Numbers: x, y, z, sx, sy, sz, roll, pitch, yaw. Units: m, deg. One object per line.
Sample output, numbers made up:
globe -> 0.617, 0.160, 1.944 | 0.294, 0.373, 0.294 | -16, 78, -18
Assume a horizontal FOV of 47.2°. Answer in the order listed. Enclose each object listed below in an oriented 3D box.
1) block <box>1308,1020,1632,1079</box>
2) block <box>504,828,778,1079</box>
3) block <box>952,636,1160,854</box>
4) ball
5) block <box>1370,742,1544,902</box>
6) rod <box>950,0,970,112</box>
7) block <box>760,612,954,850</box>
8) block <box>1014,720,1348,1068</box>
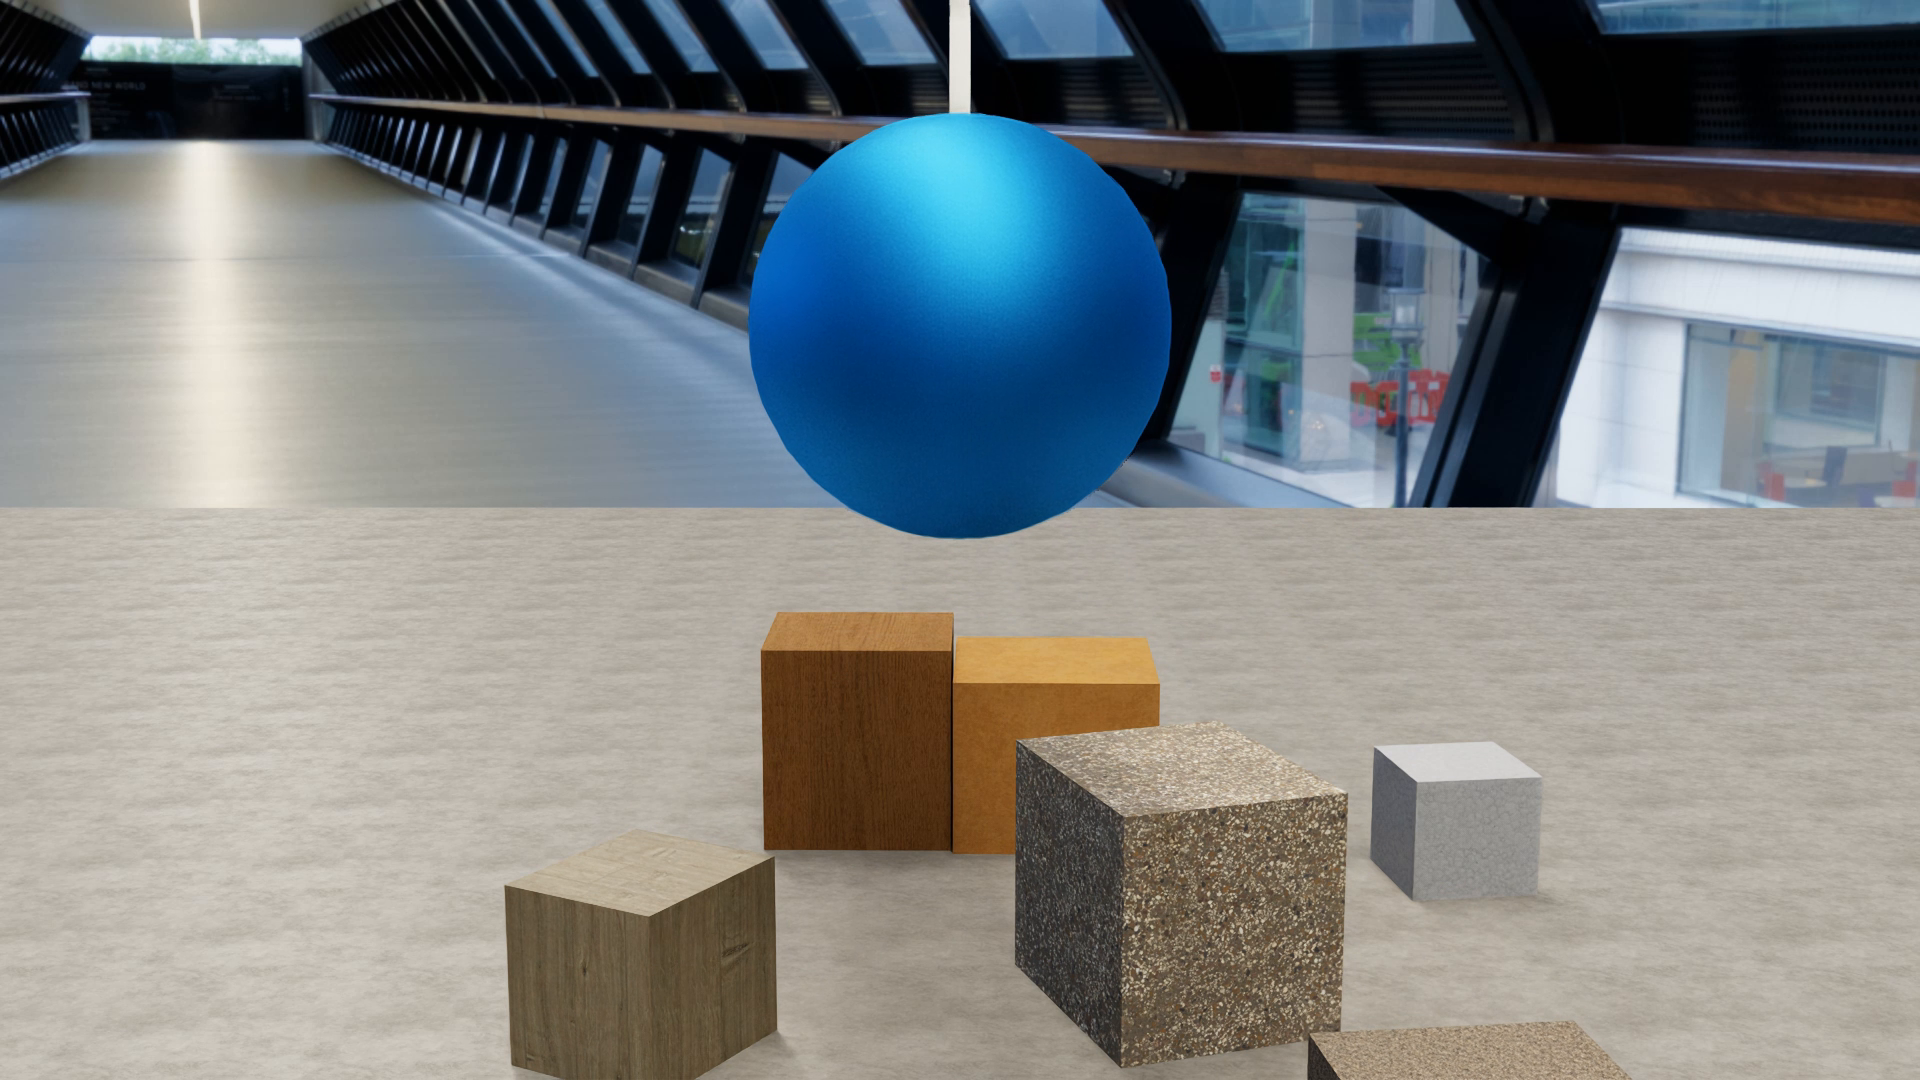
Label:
block -> 1.496, 1.975, 6.222 | 0.820, 0.888, 0.906 | -1, 10, -7
block -> -1.228, 1.632, 8.561 | 0.688, 0.725, 0.797 | 6, 12, 30
block -> 0.482, 1.044, 11.373 | 1.017, 0.877, 1.019 | 0, 10, 1
ball -> 0.000, -0.803, 8.306 | 1.600, 1.600, 1.600 | 0, 10, 0
block -> 2.376, 1.342, 10.575 | 0.610, 0.577, 0.623 | -1, 10, -8
rod -> 0.000, -4.067, 9.259 | 0.080, 5.200, 0.080 | 0, -16, 0
block -> -0.508, 0.970, 11.365 | 0.938, 1.026, 0.896 | 0, 10, 1
block -> 0.874, 1.408, 9.025 | 0.948, 1.001, 1.148 | -4, 11, -19
